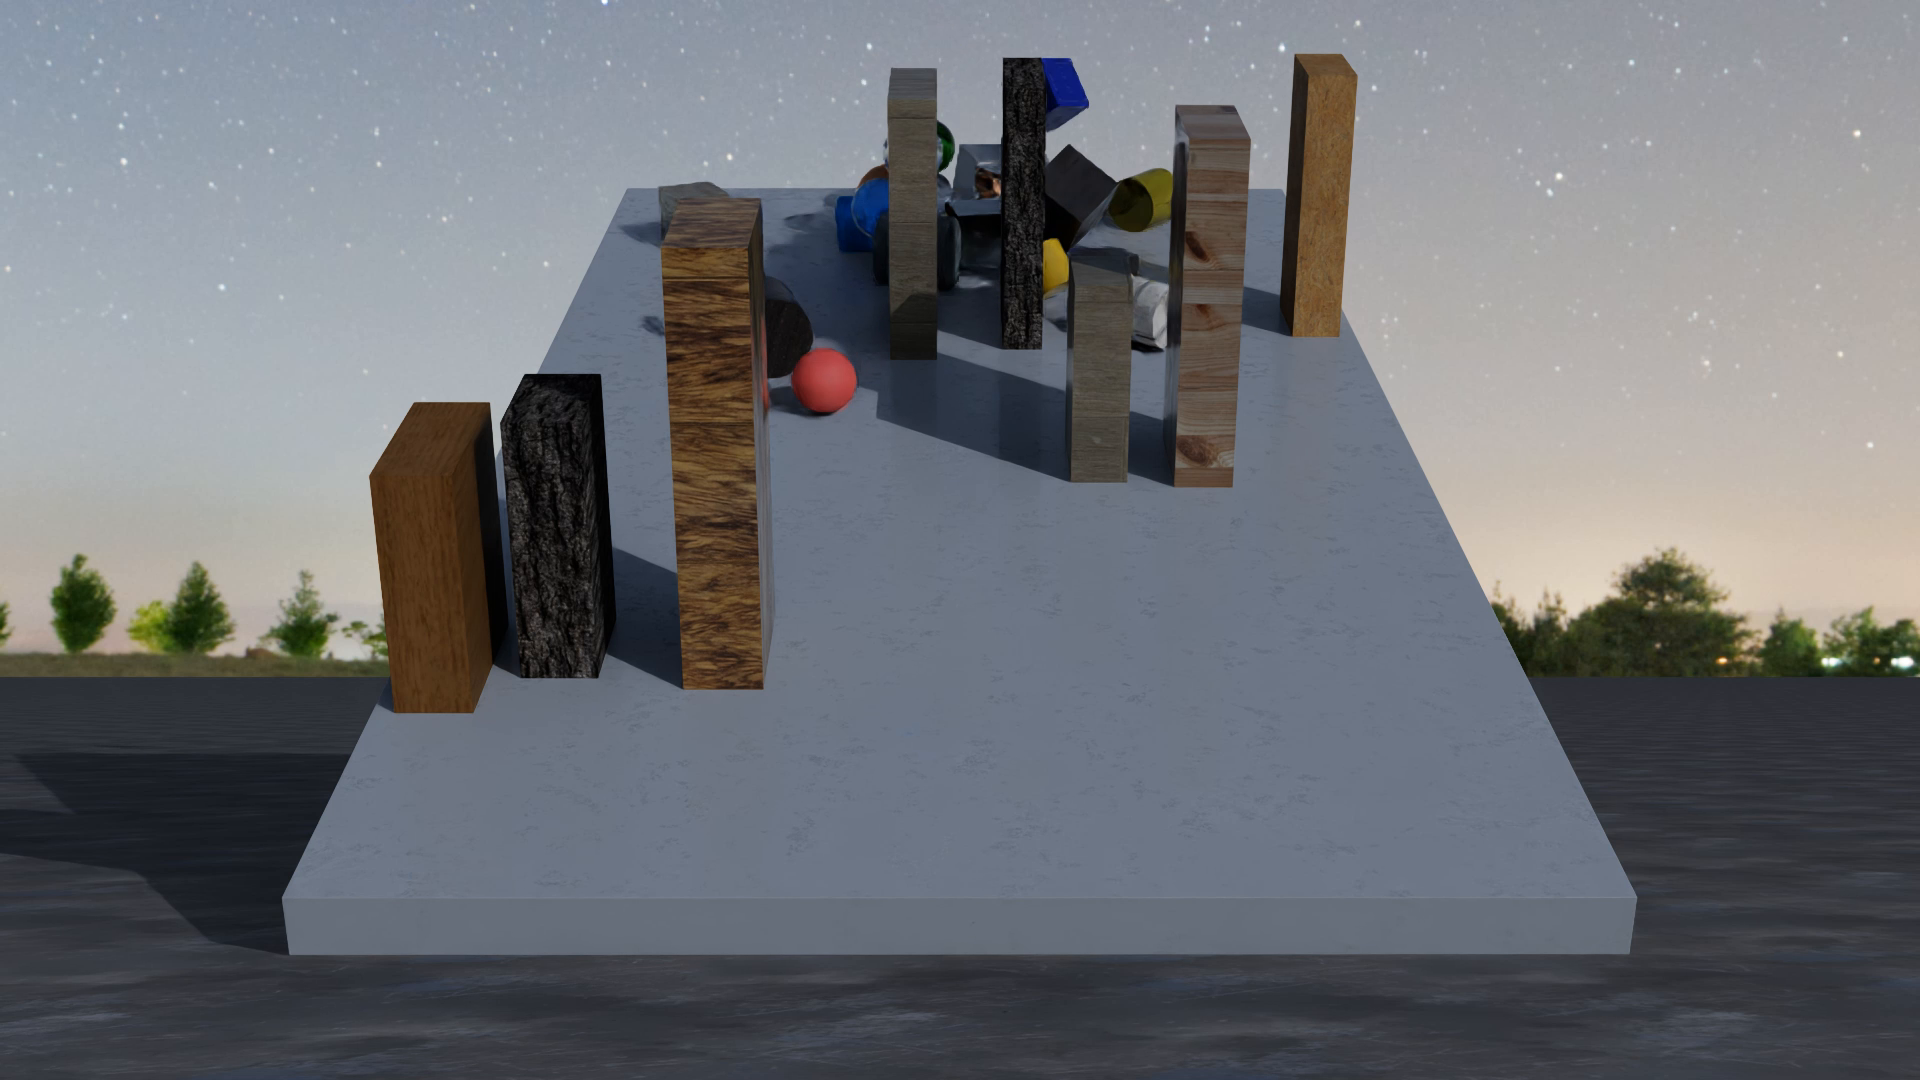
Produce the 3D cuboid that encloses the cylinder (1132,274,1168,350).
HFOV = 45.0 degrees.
[{"bbox_3d":[0.461,-0.564,5.726,0.158,0.158,0.158,20,10,38],"label":"cylinder"}]

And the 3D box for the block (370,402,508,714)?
[{"bbox_3d":[-0.896,0.026,4.022,0.134,0.436,0.346,0,24,0],"label":"block"}]

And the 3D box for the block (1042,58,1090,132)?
[{"bbox_3d":[0.246,-1.278,6.659,0.152,0.152,0.152,-28,-10,39],"label":"block"}]

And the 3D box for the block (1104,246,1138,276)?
[{"bbox_3d":[0.390,-0.699,6.097,0.109,0.109,0.109,-18,29,-35],"label":"block"}]

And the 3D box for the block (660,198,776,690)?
[{"bbox_3d":[-0.411,-0.164,4.013,0.139,0.795,0.302,0,24,0],"label":"block"}]

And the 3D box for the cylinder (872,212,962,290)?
[{"bbox_3d":[-0.113,-0.765,6.141,0.192,0.192,0.192,6,-2,12],"label":"cylinder"}]

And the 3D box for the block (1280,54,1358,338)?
[{"bbox_3d":[0.889,-0.857,5.779,0.117,0.656,0.249,0,24,0],"label":"block"}]

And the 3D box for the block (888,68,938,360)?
[{"bbox_3d":[-0.113,-0.798,5.661,0.113,0.638,0.345,0,24,0],"label":"block"}]

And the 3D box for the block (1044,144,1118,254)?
[{"bbox_3d":[0.279,-0.887,6.066,0.169,0.169,0.169,39,-27,6],"label":"block"}]

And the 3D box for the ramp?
[{"bbox_3d":[-0.008,-0.227,5.276,2.000,0.100,4.000,0,24,0],"label":"ramp"}]

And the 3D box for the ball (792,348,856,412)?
[{"bbox_3d":[-0.309,-0.363,5.275,0.147,0.147,0.147,0,-3,0],"label":"ball"}]

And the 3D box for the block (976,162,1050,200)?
[{"bbox_3d":[0.179,-0.961,6.590,0.193,0.193,0.193,-16,28,-32],"label":"block"}]

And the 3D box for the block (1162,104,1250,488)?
[{"bbox_3d":[0.513,-0.511,4.874,0.123,0.744,0.296,0,24,0],"label":"block"}]

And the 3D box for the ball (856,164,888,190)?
[{"bbox_3d":[-0.202,-0.976,6.624,0.192,0.192,0.192,0,-3,0],"label":"ball"}]

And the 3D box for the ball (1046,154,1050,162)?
[{"bbox_3d":[0.206,-1.120,6.920,0.122,0.122,0.122,0,-3,0],"label":"ball"}]

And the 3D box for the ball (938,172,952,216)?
[{"bbox_3d":[-0.092,-1.003,6.750,0.142,0.142,0.142,0,-3,0],"label":"ball"}]

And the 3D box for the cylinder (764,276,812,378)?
[{"bbox_3d":[-0.468,-0.511,5.550,0.197,0.197,0.197,1,23,-17],"label":"cylinder"}]

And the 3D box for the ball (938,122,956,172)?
[{"bbox_3d":[-0.093,-1.129,6.663,0.159,0.159,0.159,0,-3,0],"label":"ball"}]

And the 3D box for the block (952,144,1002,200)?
[{"bbox_3d":[0.080,-1.079,6.880,0.142,0.142,0.142,-4,32,-24],"label":"block"}]

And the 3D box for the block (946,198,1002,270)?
[{"bbox_3d":[0.052,-0.841,6.367,0.151,0.151,0.151,-5,24,-12],"label":"block"}]

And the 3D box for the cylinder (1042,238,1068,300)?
[{"bbox_3d":[0.230,-0.704,6.033,0.120,0.120,0.120,-27,-5,-2],"label":"cylinder"}]

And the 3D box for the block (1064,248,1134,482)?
[{"bbox_3d":[0.294,-0.374,4.945,0.120,0.434,0.266,0,24,0],"label":"block"}]

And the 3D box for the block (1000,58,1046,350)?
[{"bbox_3d":[0.154,-0.833,5.730,0.095,0.647,0.342,0,24,0],"label":"block"}]

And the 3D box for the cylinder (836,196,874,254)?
[{"bbox_3d":[-0.255,-0.880,6.450,0.155,0.155,0.155,-5,-2,-12],"label":"cylinder"}]

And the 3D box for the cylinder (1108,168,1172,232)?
[{"bbox_3d":[0.533,-0.978,6.677,0.156,0.156,0.156,-3,17,40],"label":"cylinder"}]

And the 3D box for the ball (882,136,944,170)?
[{"bbox_3d":[-0.129,-1.064,6.379,0.169,0.169,0.169,0,-3,0],"label":"ball"}]

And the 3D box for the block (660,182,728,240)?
[{"bbox_3d":[-0.744,-0.907,6.515,0.151,0.151,0.151,-11,26,-23],"label":"block"}]

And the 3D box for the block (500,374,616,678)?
[{"bbox_3d":[-0.703,-0.026,4.089,0.135,0.479,0.245,0,24,0],"label":"block"}]

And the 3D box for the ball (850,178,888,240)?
[{"bbox_3d":[-0.211,-0.897,6.294,0.170,0.170,0.170,0,-3,0],"label":"ball"}]
